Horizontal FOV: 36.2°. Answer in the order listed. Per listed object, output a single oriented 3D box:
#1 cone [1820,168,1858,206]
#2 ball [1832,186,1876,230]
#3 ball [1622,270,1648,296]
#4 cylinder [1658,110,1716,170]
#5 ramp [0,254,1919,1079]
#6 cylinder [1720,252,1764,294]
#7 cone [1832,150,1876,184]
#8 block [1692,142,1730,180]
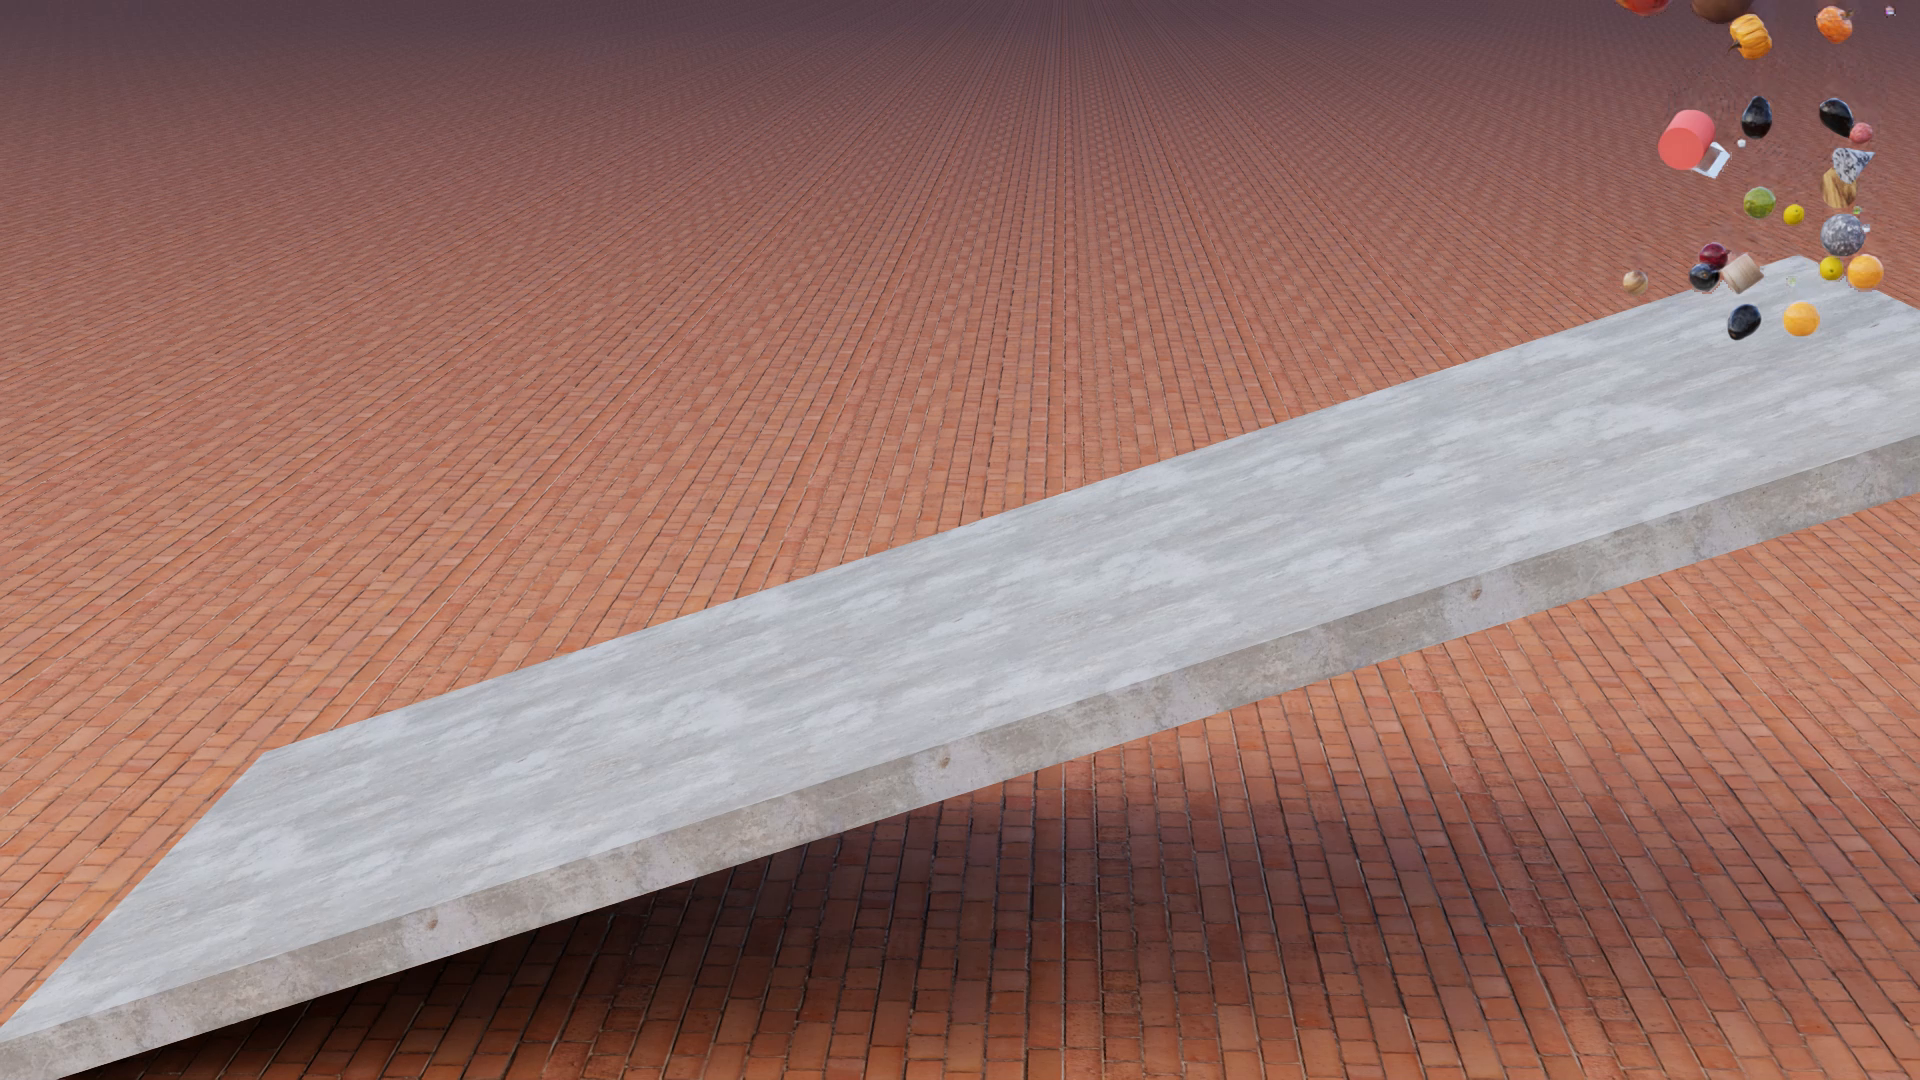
[{"bbox_3d":[1.845,-0.737,6.110,0.085,0.085,0.085,11,20,42],"label":"cone"},{"bbox_3d":[1.854,-0.688,6.098,0.090,0.090,0.090,0,12,0],"label":"ball"},{"bbox_3d":[1.391,-0.529,6.055,0.052,0.052,0.052,0,12,0],"label":"ball"},{"bbox_3d":[1.463,-0.806,5.917,0.092,0.092,0.092,6,34,28],"label":"cylinder"},{"bbox_3d":[0.106,0.181,6.306,4.000,0.100,2.000,-18,11,6],"label":"ramp"},{"bbox_3d":[1.630,-0.555,6.129,0.065,0.065,0.065,-36,4,15],"label":"cylinder"},{"bbox_3d":[1.831,-0.775,5.983,0.077,0.077,0.077,-26,17,-8],"label":"cone"},{"bbox_3d":[1.551,-0.799,6.122,0.061,0.061,0.061,20,24,-23],"label":"block"}]
